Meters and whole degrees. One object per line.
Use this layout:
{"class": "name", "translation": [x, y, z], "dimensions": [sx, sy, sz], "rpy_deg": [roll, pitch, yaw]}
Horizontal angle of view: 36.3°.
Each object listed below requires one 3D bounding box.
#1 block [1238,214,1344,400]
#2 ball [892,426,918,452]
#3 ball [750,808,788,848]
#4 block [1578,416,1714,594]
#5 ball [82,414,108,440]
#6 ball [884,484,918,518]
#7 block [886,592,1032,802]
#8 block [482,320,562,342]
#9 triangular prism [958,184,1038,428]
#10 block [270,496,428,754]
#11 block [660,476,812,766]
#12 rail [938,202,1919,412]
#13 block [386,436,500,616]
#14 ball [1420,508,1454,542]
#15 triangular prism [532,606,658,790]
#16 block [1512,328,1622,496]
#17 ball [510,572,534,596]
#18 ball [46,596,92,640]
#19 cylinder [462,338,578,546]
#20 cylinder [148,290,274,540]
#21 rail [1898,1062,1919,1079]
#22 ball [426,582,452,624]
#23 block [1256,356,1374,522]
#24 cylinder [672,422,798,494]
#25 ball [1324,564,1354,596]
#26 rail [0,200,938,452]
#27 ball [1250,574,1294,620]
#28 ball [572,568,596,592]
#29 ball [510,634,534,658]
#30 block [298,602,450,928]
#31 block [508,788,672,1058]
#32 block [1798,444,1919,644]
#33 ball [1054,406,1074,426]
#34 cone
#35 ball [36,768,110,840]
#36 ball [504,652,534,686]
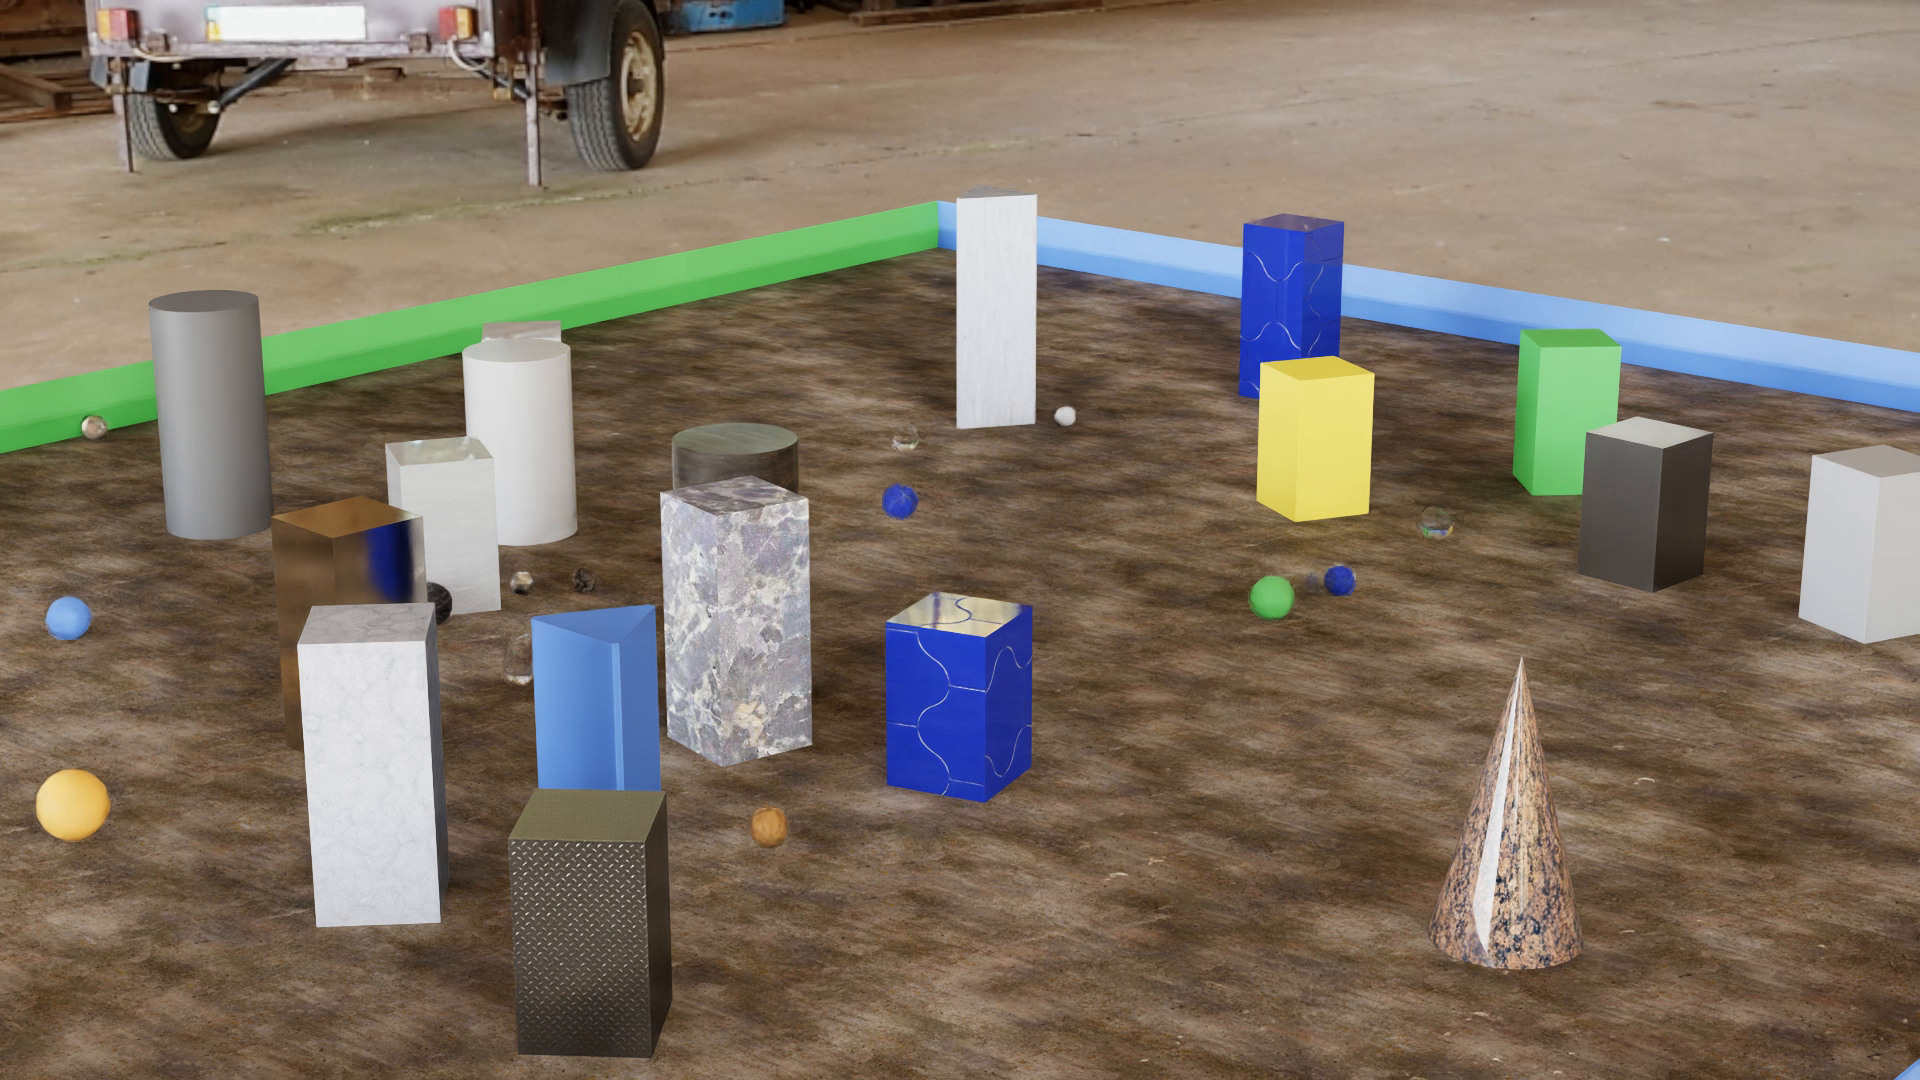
{"class": "block", "translation": [0.732, -0.510, 6.477], "dimensions": [0.159, 0.387, 0.159], "rpy_deg": [13, 21, 37]}
{"class": "ball", "translation": [-0.112, -0.209, 6.055], "dimensions": [0.053, 0.053, 0.053], "rpy_deg": [0, 17, 0]}
{"class": "ball", "translation": [-0.263, 0.397, 4.042], "dimensions": [0.054, 0.054, 0.054], "rpy_deg": [0, 17, 0]}
{"class": "block", "translation": [1.218, -0.065, 5.213], "dimensions": [0.159, 0.262, 0.159], "rpy_deg": [-15, 23, -42]}
{"class": "ball", "translation": [-1.812, -0.236, 6.145], "dimensions": [0.053, 0.053, 0.053], "rpy_deg": [0, 17, 0]}
{"class": "ball", "translation": [-0.112, -0.074, 5.586], "dimensions": [0.065, 0.065, 0.065], "rpy_deg": [0, 17, 0]}
{"class": "block", "translation": [0.000, 0.226, 4.268], "dimensions": [0.159, 0.251, 0.159], "rpy_deg": [8, 19, 25]}
{"class": "block", "translation": [-0.897, -0.309, 6.039], "dimensions": [0.159, 0.254, 0.159], "rpy_deg": [-2, 17, -7]}
{"class": "triangular prism", "translation": [0.059, -0.501, 6.260], "dimensions": [0.172, 0.494, 0.149], "rpy_deg": [-5, 17, -15]}
{"class": "block", "translation": [-0.904, 0.138, 4.372], "dimensions": [0.159, 0.360, 0.159], "rpy_deg": [16, 23, 42]}
{"class": "block", "translation": [-0.334, 0.119, 4.389], "dimensions": [0.159, 0.387, 0.159], "rpy_deg": [-12, 20, -34]}
{"class": "rail", "translation": [1.520, -0.473, 6.796], "dimensions": [4.233, 0.129, 0.045], "rpy_deg": [14, 22, 39]}
{"class": "block", "translation": [-0.892, -0.023, 5.062], "dimensions": [0.159, 0.271, 0.159], "rpy_deg": [-6, 18, -19]}
{"class": "ball", "translation": [0.884, -0.029, 5.443], "dimensions": [0.063, 0.063, 0.063], "rpy_deg": [0, 17, 0]}
{"class": "triangular prism", "translation": [-0.479, 0.251, 4.101], "dimensions": [0.172, 0.300, 0.149], "rpy_deg": [14, 22, 39]}
{"class": "block", "translation": [1.195, -0.253, 5.781], "dimensions": [0.159, 0.297, 0.159], "rpy_deg": [-1, 17, -3]}
{"class": "ball", "translation": [-0.767, 0.076, 5.131], "dimensions": [0.041, 0.041, 0.041], "rpy_deg": [0, 17, 0]}
{"class": "ball", "translation": [-1.488, 0.130, 4.898], "dimensions": [0.072, 0.072, 0.072], "rpy_deg": [0, 17, 0]}
{"class": "cylinder", "translation": [-0.819, -0.184, 5.464], "dimensions": [0.198, 0.347, 0.198], "rpy_deg": [0, 17, 0]}
{"class": "cylinder", "translation": [-1.399, -0.236, 5.487], "dimensions": [0.198, 0.432, 0.198], "rpy_deg": [0, 17, 0]}
{"class": "rail", "translation": [1.580, 0.428, 3.806], "dimensions": [0.045, 0.129, 4.684], "rpy_deg": [14, 22, 39]}
{"class": "ball", "translation": [-0.896, 0.108, 4.969], "dimensions": [0.072, 0.072, 0.072], "rpy_deg": [0, 17, 0]}
{"class": "block", "translation": [0.680, -0.196, 5.626], "dimensions": [0.159, 0.275, 0.159], "rpy_deg": [-7, 18, -21]}
{"class": "cylinder", "translation": [-0.354, 0.030, 4.665], "dimensions": [0.198, 0.397, 0.198], "rpy_deg": [0, 17, 0]}
{"class": "ball", "translation": [0.663, 0.070, 5.127], "dimensions": [0.054, 0.054, 0.054], "rpy_deg": [0, 17, 0]}
{"class": "rail", "translation": [-1.580, -0.364, 6.434], "dimensions": [0.045, 0.129, 4.684], "rpy_deg": [14, 22, 39]}
{"class": "ball", "translation": [0.533, 0.097, 5.001], "dimensions": [0.075, 0.075, 0.075], "rpy_deg": [0, 17, 0]}
{"class": "ball", "translation": [-0.660, 0.070, 5.144], "dimensions": [0.044, 0.044, 0.044], "rpy_deg": [0, 17, 0]}
{"class": "ball", "translation": [-0.698, 0.183, 4.739], "dimensions": [0.062, 0.062, 0.062], "rpy_deg": [0, 17, 0]}
{"class": "block", "translation": [-0.760, 0.291, 3.819], "dimensions": [0.159, 0.385, 0.159], "rpy_deg": [-1, 17, -5]}
{"class": "block", "translation": [-0.435, 0.453, 3.478], "dimensions": [0.159, 0.273, 0.159], "rpy_deg": [1, 17, 3]}
{"class": "block", "translation": [1.541, 0.005, 4.941], "dimensions": [0.159, 0.287, 0.159], "rpy_deg": [-8, 19, -25]}
{"class": "ball", "translation": [0.224, -0.264, 6.256], "dimensions": [0.043, 0.043, 0.043], "rpy_deg": [0, 17, 0]}
{"class": "cone", "translation": [0.701, 0.326, 3.710], "dimensions": [0.198, 0.381, 0.198], "rpy_deg": [0, 17, 0]}
{"class": "ball", "translation": [-1.230, 0.367, 4.064], "dimensions": [0.099, 0.099, 0.099], "rpy_deg": [0, 17, 0]}
{"class": "ball", "translation": [-0.702, 0.206, 4.680], "dimensions": [0.052, 0.052, 0.052], "rpy_deg": [0, 17, 0]}
